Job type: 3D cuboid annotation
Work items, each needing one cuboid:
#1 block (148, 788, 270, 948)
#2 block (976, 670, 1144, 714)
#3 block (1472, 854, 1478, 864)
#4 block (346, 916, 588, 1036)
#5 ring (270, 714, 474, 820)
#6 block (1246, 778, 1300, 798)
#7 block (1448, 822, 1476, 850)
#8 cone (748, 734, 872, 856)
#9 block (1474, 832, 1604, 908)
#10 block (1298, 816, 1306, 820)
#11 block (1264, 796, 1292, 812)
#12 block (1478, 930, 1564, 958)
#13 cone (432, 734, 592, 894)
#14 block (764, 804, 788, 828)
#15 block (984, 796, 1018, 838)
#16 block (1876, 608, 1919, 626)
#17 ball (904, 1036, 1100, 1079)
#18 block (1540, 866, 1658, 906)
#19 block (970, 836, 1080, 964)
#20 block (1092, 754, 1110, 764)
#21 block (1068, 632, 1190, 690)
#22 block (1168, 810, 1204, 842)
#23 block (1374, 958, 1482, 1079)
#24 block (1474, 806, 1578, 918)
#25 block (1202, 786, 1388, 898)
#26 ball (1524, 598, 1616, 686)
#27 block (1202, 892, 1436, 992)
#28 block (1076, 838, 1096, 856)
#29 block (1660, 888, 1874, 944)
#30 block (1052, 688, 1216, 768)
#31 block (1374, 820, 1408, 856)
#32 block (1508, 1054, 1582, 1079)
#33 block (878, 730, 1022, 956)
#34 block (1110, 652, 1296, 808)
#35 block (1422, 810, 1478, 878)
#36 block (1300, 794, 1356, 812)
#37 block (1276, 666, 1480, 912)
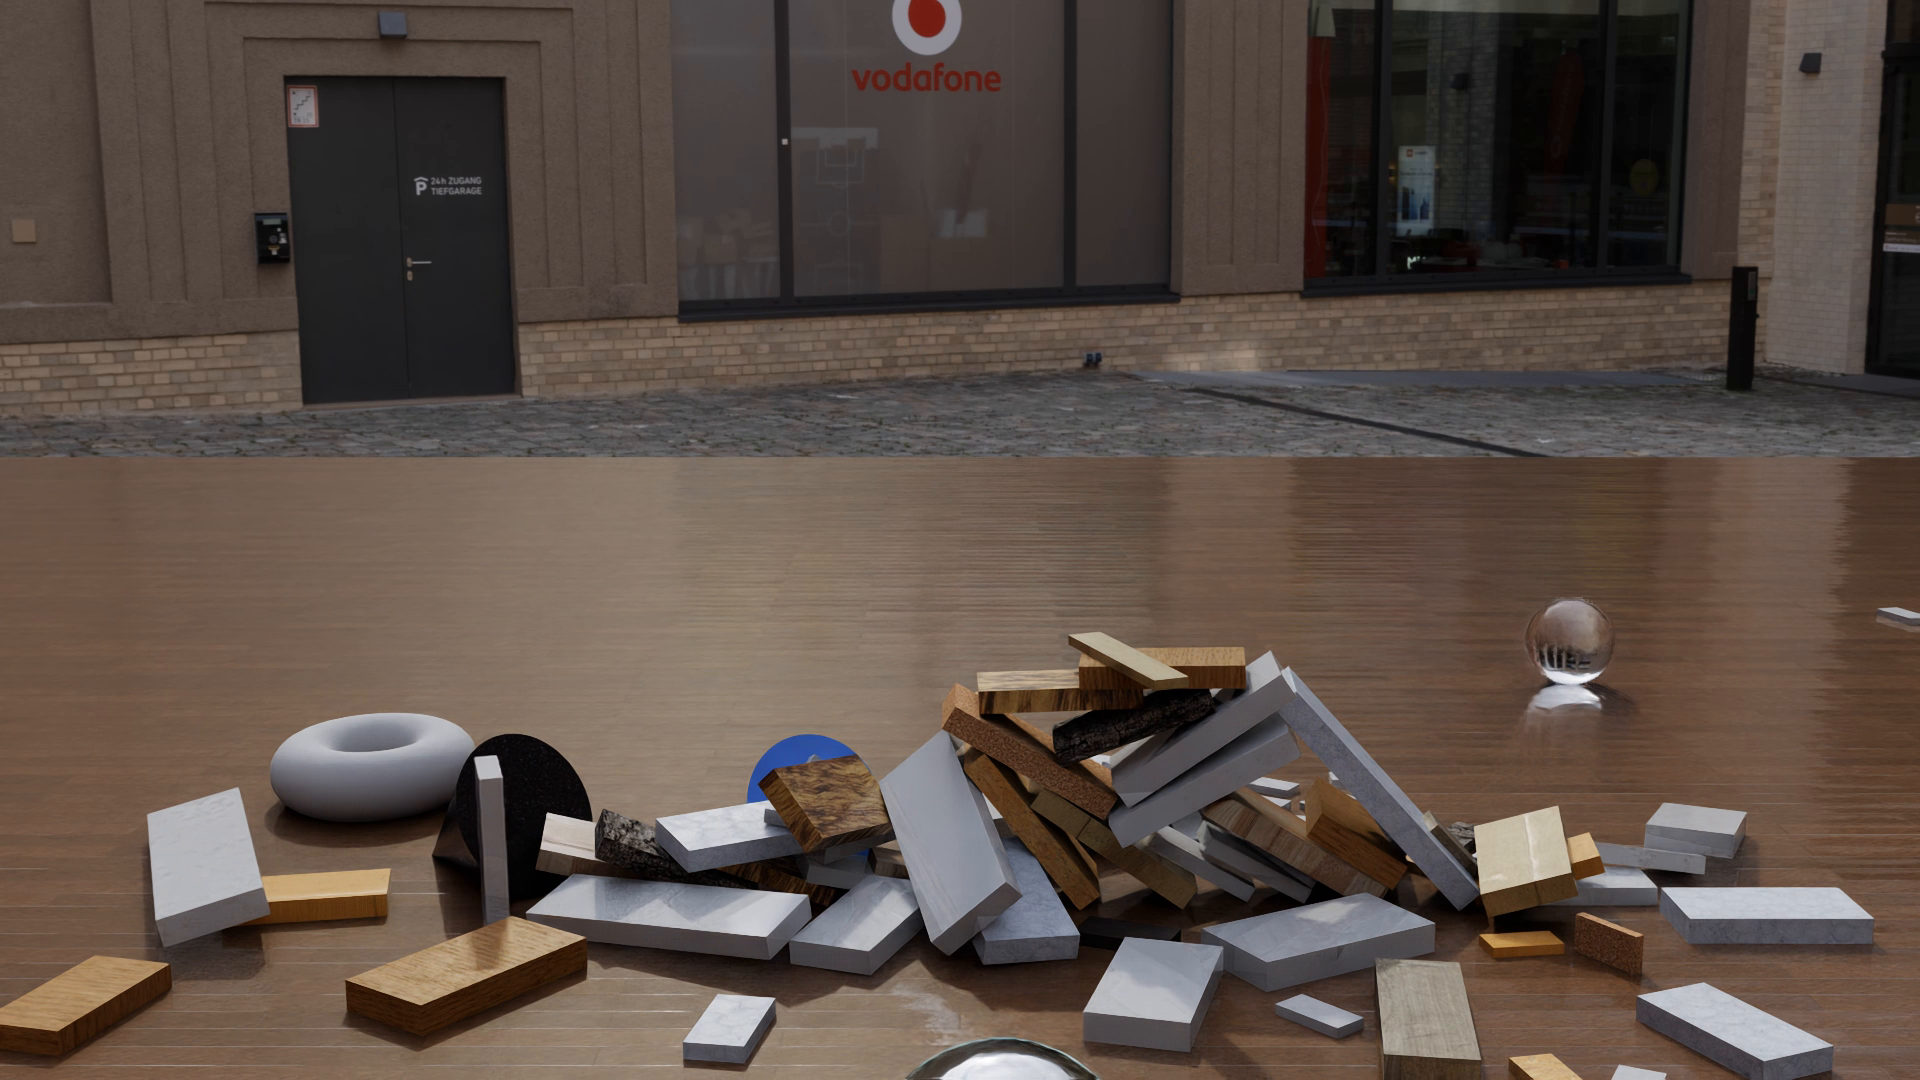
[{"bbox_3d":[-1.265,0.537,3.681,0.162,0.046,0.647,-16,13,-18],"label":"block"},{"bbox_3d":[0.163,0.247,3.615,0.266,0.038,0.133,-2,10,-1],"label":"block"},{"bbox_3d":[0.956,0.549,3.832,0.076,0.022,0.152,8,13,36],"label":"block"},{"bbox_3d":[-0.728,0.642,3.262,0.162,0.046,0.324,7,13,35],"label":"block"},{"bbox_3d":[-1.113,0.430,4.186,0.385,0.128,0.385,0,12,0],"label":"ring"},{"bbox_3d":[0.595,0.475,4.245,0.106,0.015,0.053,7,13,34],"label":"block"},{"bbox_3d":[0.873,0.532,3.881,0.059,0.017,0.227,8,8,28],"label":"block"},{"bbox_3d":[-0.307,0.495,3.869,0.254,0.254,0.254,-6,-14,-31],"label":"cone"},{"bbox_3d":[0.946,0.545,3.631,0.213,0.030,0.107,-18,10,10],"label":"block"},{"bbox_3d":[0.644,0.513,3.972,0.133,0.014,0.048,2,11,9],"label":"block"},{"bbox_3d":[0.553,0.505,4.075,0.070,0.020,0.140,7,12,32],"label":"block"},{"bbox_3d":[0.873,0.628,3.418,0.115,0.016,0.058,-2,11,-9],"label":"block"},{"bbox_3d":[-0.828,0.506,3.778,0.278,0.278,0.278,-25,-7,38],"label":"cone"},{"bbox_3d":[-0.254,0.432,3.625,0.086,0.024,0.173,9,15,12],"label":"block"},{"bbox_3d":[0.114,0.477,3.871,0.325,0.046,0.162,-4,11,-30],"label":"block"},{"bbox_3d":[2.458,0.198,5.731,0.062,0.018,0.124,-3,11,-16],"label":"block"},{"bbox_3d":[0.045,0.684,2.346,0.299,0.299,0.299,0,11,0],"label":"ball"},{"bbox_3d":[1.038,0.576,3.663,0.213,0.030,0.107,0,11,-1],"label":"block"},{"bbox_3d":[0.070,0.567,3.486,0.151,0.043,0.301,-1,22,-16],"label":"block"},{"bbox_3d":[0.262,0.453,4.351,0.070,0.020,0.139,5,12,25],"label":"block"},{"bbox_3d":[0.267,0.192,3.530,0.058,0.016,0.362,-5,10,-18],"label":"block"},{"bbox_3d":[0.408,0.485,4.191,0.059,0.017,0.591,0,11,-2],"label":"block"},{"bbox_3d":[0.647,0.666,3.067,0.123,0.035,0.438,2,6,9],"label":"block"},{"bbox_3d":[0.922,0.522,3.593,0.144,0.041,0.288,-17,11,15],"label":"block"},{"bbox_3d":[0.542,0.490,3.636,0.327,0.046,0.163,30,8,-7],"label":"block"},{"bbox_3d":[1.398,0.234,5.040,0.199,0.199,0.199,0,11,0],"label":"ball"},{"bbox_3d":[0.553,0.617,3.394,0.327,0.046,0.163,-6,12,-29],"label":"block"},{"bbox_3d":[0.194,0.516,3.943,0.162,0.046,0.374,8,13,37],"label":"block"},{"bbox_3d":[1.285,0.599,3.511,0.288,0.041,0.144,0,11,0],"label":"block"},{"bbox_3d":[0.282,0.292,3.590,0.266,0.038,0.133,-20,9,5],"label":"block"},{"bbox_3d":[0.713,0.474,3.687,0.058,0.017,0.117,40,13,-39],"label":"block"},{"bbox_3d":[0.787,0.719,2.925,0.062,0.018,0.124,-2,11,-13],"label":"block"},{"bbox_3d":[-0.021,0.473,3.512,0.151,0.043,0.417,-40,31,10],"label":"block"},{"bbox_3d":[0.392,0.307,3.582,0.323,0.046,0.162,-35,8,8],"label":"block"},{"bbox_3d":[0.816,0.505,3.649,0.017,0.118,0.059,-42,14,10],"label":"block"},{"bbox_3d":[0.694,0.496,4.135,0.106,0.015,0.053,-8,13,-37],"label":"block"},{"bbox_3d":[0.679,0.407,3.619,0.046,0.453,0.162,-42,6,10],"label":"block"}]
